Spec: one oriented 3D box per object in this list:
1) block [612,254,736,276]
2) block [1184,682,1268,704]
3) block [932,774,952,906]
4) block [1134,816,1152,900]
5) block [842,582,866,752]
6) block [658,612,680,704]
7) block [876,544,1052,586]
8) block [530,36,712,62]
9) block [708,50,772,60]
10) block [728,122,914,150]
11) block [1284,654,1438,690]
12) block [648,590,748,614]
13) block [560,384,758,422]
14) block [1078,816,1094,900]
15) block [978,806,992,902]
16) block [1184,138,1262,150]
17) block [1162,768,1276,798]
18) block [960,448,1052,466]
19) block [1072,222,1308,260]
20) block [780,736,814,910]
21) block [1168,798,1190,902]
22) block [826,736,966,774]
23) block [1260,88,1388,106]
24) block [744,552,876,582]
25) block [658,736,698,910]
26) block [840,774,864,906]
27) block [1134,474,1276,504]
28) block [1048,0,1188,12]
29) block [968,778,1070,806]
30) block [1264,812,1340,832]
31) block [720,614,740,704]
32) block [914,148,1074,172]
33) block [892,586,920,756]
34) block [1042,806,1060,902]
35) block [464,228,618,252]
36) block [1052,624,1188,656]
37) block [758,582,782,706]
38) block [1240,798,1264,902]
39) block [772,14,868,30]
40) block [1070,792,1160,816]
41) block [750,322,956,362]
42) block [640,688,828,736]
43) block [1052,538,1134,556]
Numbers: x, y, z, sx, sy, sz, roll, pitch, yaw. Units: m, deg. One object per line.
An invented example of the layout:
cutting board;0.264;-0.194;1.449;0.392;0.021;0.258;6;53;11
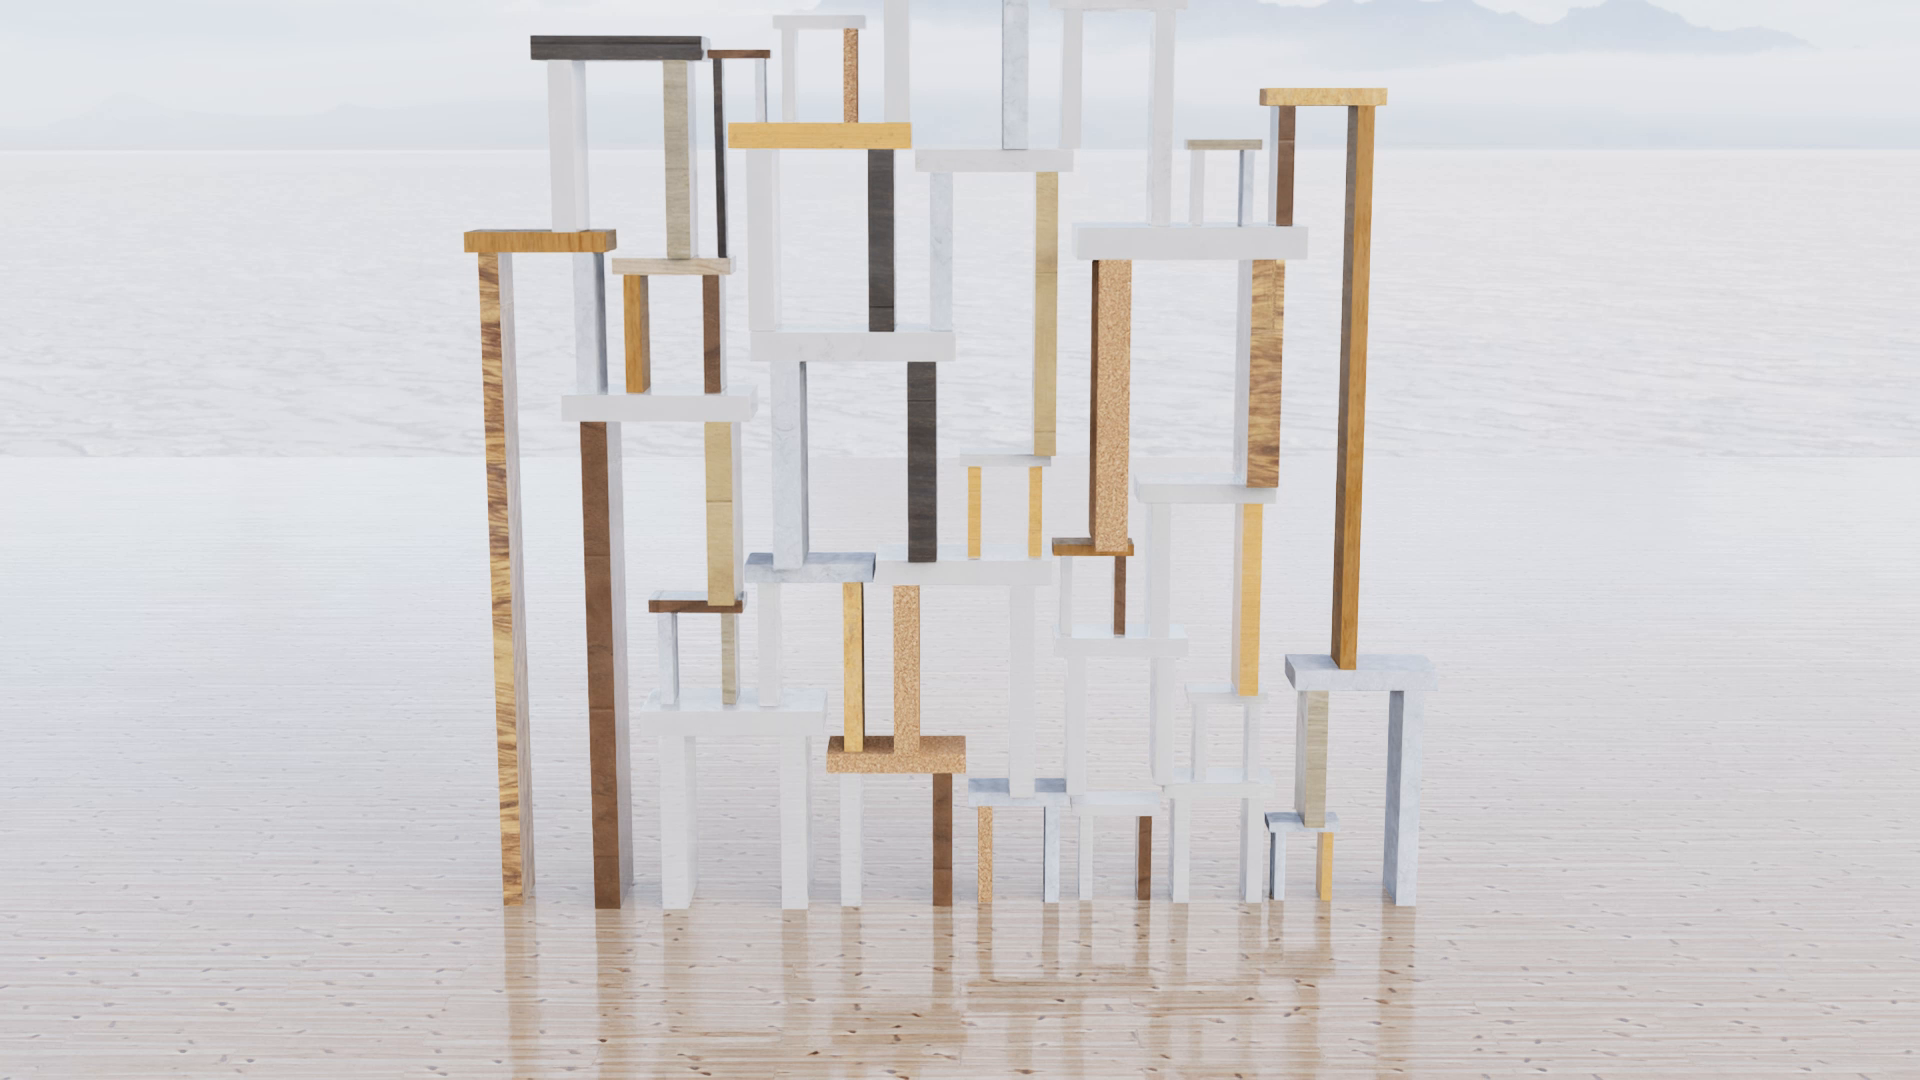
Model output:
block;-0.451;-0.436;3.478;0.185;0.026;0.093;0;11;0
block;0.436;0.251;3.607;0.130;0.018;0.065;0;11;0
block;-0.028;0.479;3.646;0.032;0.226;0.113;0;11;0
block;0.305;0.518;3.660;0.021;0.145;0.072;0;11;0
block;-0.173;0.197;3.600;0.029;0.282;0.103;0;11;0
block;-0.477;0.186;3.599;0.022;0.152;0.076;0;11;0
block;0.007;0.040;3.569;0.282;0.040;0.141;0;11;0
block;-0.525;-0.764;3.421;0.261;0.037;0.130;0;11;0
block;-0.342;-0.754;3.415;0.097;0.014;0.049;0;11;-1
block;-0.215;-0.632;3.434;0.280;0.040;0.140;0;11;0
block;0.655;0.216;3.599;0.230;0.033;0.115;0;11;0
block;-0.426;0.100;3.584;0.152;0.022;0.076;0;10;1
block;-0.477;-0.220;3.519;0.295;0.042;0.148;0;11;0
block;0.208;0.518;3.660;0.021;0.145;0.072;0;11;0
block;0.042;0.509;3.653;0.023;0.165;0.082;0;11;0
block;0.411;-0.619;3.440;0.116;0.016;0.058;0;11;0
block;0.424;0.400;3.633;0.180;0.025;0.090;0;11;0
block;0.072;-0.133;3.535;0.146;0.021;0.073;0;11;0
block;0.358;-0.473;3.474;0.355;0.050;0.178;0;11;0
block;-0.270;0.446;3.641;0.041;0.293;0.146;0;11;0
block;0.364;0.502;3.652;0.026;0.180;0.090;0;11;0
block;-0.104;0.353;3.622;0.226;0.032;0.113;0;11;0
block;0.564;-0.690;3.425;0.185;0.026;0.092;0;11;0
block;-0.242;0.044;3.571;0.206;0.029;0.103;0;11;0
block;-0.465;0.446;3.641;0.041;0.293;0.146;0;11;0
block;-0.179;0.480;3.645;0.032;0.226;0.113;0;11;0
block;0.393;-0.084;3.545;0.219;0.031;0.109;0;11;0
block;0.243;-0.835;3.400;0.211;0.030;0.105;0;11;0
block;0.097;0.417;3.635;0.165;0.023;0.082;0;11;0
block;0.567;0.467;3.643;0.117;0.017;0.059;0;10;0
block;-0.375;0.186;3.599;0.022;0.152;0.076;0;11;0
block;0.053;-0.596;3.447;0.245;0.035;0.122;0;11;0
block;-0.087;0.198;3.598;0.040;0.282;0.141;0;11;0
block;0.152;0.509;3.653;0.023;0.165;0.082;0;11;0
block;-0.660;-0.472;3.468;0.221;0.031;0.110;0;11;0
block;0.260;0.163;3.586;0.214;0.030;0.107;0;11;0
block;-0.310;0.160;3.593;0.029;0.206;0.103;0;11;0
block;0.484;0.502;3.652;0.026;0.180;0.090;0;11;0
block;-0.216;-0.802;3.411;0.142;0.020;0.071;0;11;0
block;0.257;0.437;3.645;0.145;0.021;0.072;0;11;0
block;-0.166;-0.315;3.495;0.320;0.045;0.160;0;11;0
block;-0.368;0.282;3.611;0.293;0.041;0.146;0;11;0
block;0.215;0.011;3.563;0.130;0.018;0.065;0;11;0
